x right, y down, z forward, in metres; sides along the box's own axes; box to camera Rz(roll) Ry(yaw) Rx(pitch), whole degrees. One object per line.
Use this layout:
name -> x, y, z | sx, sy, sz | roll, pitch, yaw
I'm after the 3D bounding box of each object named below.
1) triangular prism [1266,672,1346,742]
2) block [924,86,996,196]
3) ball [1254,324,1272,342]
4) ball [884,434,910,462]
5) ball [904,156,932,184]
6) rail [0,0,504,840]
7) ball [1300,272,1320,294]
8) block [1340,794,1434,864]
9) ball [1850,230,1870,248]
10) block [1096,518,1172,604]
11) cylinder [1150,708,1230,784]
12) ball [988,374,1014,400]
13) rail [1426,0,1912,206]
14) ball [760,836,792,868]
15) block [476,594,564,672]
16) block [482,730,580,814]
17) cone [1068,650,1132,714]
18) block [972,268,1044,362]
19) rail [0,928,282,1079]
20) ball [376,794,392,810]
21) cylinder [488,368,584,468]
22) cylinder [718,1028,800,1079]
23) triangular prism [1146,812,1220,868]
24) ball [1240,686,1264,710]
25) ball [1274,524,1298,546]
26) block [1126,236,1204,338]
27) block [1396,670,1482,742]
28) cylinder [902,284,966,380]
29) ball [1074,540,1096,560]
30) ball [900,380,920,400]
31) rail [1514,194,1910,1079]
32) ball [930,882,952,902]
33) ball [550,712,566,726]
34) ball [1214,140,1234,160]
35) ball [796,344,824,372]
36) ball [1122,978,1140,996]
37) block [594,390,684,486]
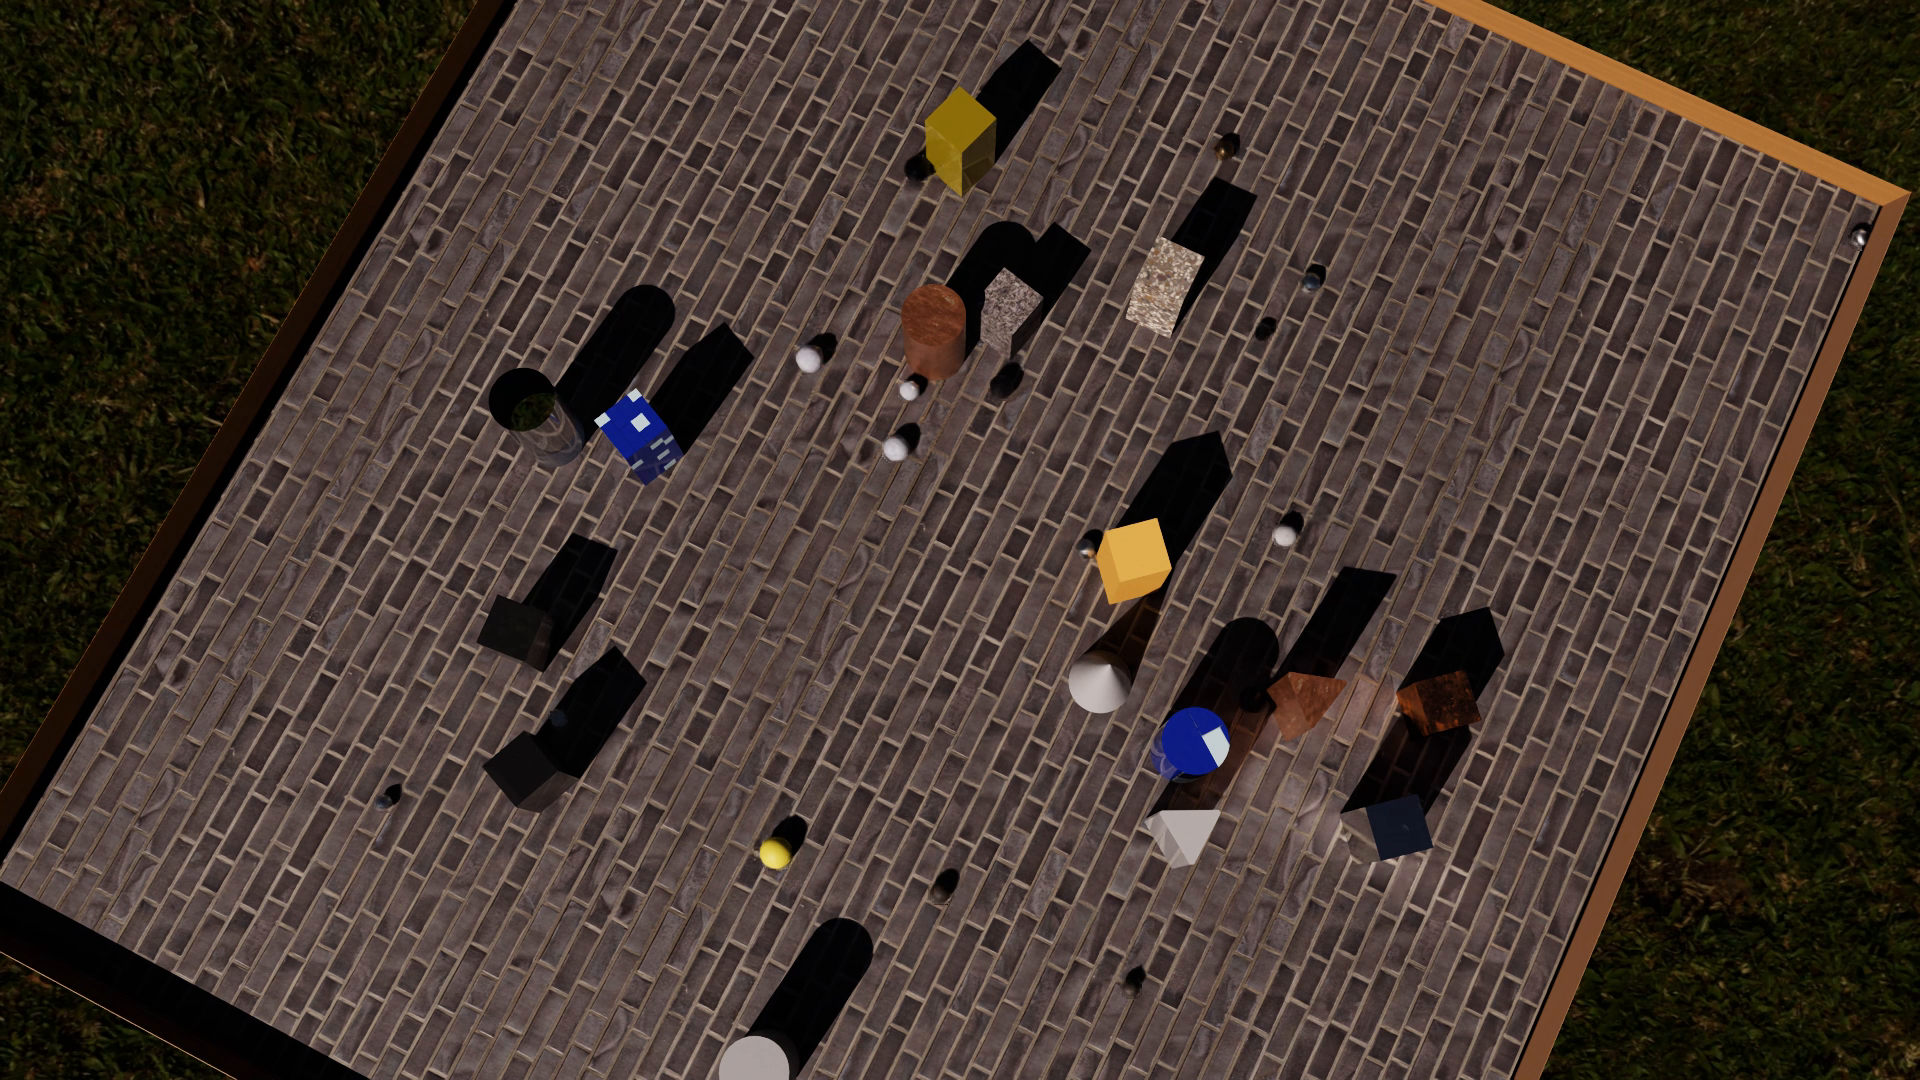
triangular prism -> 0.975, 0.456, 5.319 | 0.144, 0.397, 0.166 | 38, 81, 7
block -> 0.002, -1.233, 5.694 | 0.153, 0.348, 0.153 | 43, 81, 8
ball -> 0.946, -0.647, 5.723 | 0.053, 0.053, 0.053 | 0, 78, 0
ball -> -0.194, -0.282, 5.633 | 0.081, 0.081, 0.081 | 0, 78, 0
ball -> -0.134, -1.174, 5.805 | 0.085, 0.085, 0.085 | 0, 78, 0
rail -> -1.912, -0.929, 5.744 | 0.045, 0.124, 4.624 | 26, 80, 5
ball -> 1.098, -0.805, 5.749 | 0.068, 0.068, 0.068 | 0, 78, 0
block -> 1.220, 0.834, 5.264 | 0.153, 0.353, 0.153 | -14, 79, -3
ball -> 2.842, -0.951, 5.784 | 0.058, 0.058, 0.058 | 0, 78, 0
block -> 0.509, 0.067, 5.408 | 0.153, 0.380, 0.153 | -14, 79, -3
cylinder -> 0.665, 0.599, 5.325 | 0.191, 0.328, 0.191 | 0, 78, 0
ball -> 0.128, -0.474, 5.675 | 0.077, 0.077, 0.077 | 0, 78, 0
rail -> 1.023, -1.998, 5.965 | 4.322, 0.124, 0.045 | 26, 80, 5
ball -> -0.540, 0.917, 5.378 | 0.096, 0.096, 0.096 | 0, 78, 0
block -> -1.301, 0.280, 5.432 | 0.153, 0.248, 0.153 | 21, 79, 4
block -> -1.242, 0.676, 5.321 | 0.153, 0.304, 0.153 | -41, 81, -8
cone -> 0.423, 0.389, 5.342 | 0.191, 0.380, 0.191 | 0, 78, 0
block -> 0.144, -0.689, 5.625 | 0.153, 0.263, 0.153 | 39, 81, 7
rail -> -1.023, 2.011, 5.136 | 4.322, 0.124, 0.045 | 26, 80, 5
ball -> -1.706, 0.778, 5.431 | 0.049, 0.049, 0.049 | 0, 78, 0
cylinder -> -1.259, -0.360, 5.474 | 0.191, 0.425, 0.191 | 0, 78, 0
cylinder -> -0.559, 1.479, 5.140 | 0.191, 0.333, 0.191 | 0, 78, 0
triangular prism -> 0.652, 0.823, 5.228 | 0.144, 0.426, 0.166 | -30, 80, -6
ball -> 0.874, 0.474, 5.481 | 0.074, 0.074, 0.074 | 0, 78, 0
ball -> 0.992, -0.016, 5.584 | 0.070, 0.070, 0.070 | 0, 78, 0
block -> 0.623, -0.768, 5.594 | 0.153, 0.356, 0.153 | 26, 79, 5
block -> 1.407, 0.489, 5.395 | 0.153, 0.236, 0.153 | -15, 79, -3
cylinder -> -0.078, -0.626, 5.564 | 0.191, 0.356, 0.191 | 0, 78, 0
ball -> 0.382, 0.030, 5.577 | 0.065, 0.065, 0.065 | 0, 78, 0
ball -> -0.155, -0.465, 5.680 | 0.065, 0.065, 0.065 | 0, 78, 0
rail -> 1.912, 0.943, 5.357 | 0.045, 0.124, 4.624 | 26, 80, 5
ball -> -0.057, 1.032, 5.372 | 0.061, 0.061, 0.061 | 0, 78, 0
ball -> -1.201, 0.535, 5.482 | 0.047, 0.047, 0.047 | 0, 78, 0
ball -> 0.841, -1.242, 5.840 | 0.066, 0.066, 0.066 | 0, 78, 0
ball -> -0.465, -0.564, 5.688 | 0.089, 0.089, 0.089 | 0, 78, 0
ball -> 0.497, 1.300, 5.321 | 0.051, 0.051, 0.051 | 0, 78, 0
block -> -0.960, -0.305, 5.510 | 0.153, 0.333, 0.153 | -39, 81, -7
